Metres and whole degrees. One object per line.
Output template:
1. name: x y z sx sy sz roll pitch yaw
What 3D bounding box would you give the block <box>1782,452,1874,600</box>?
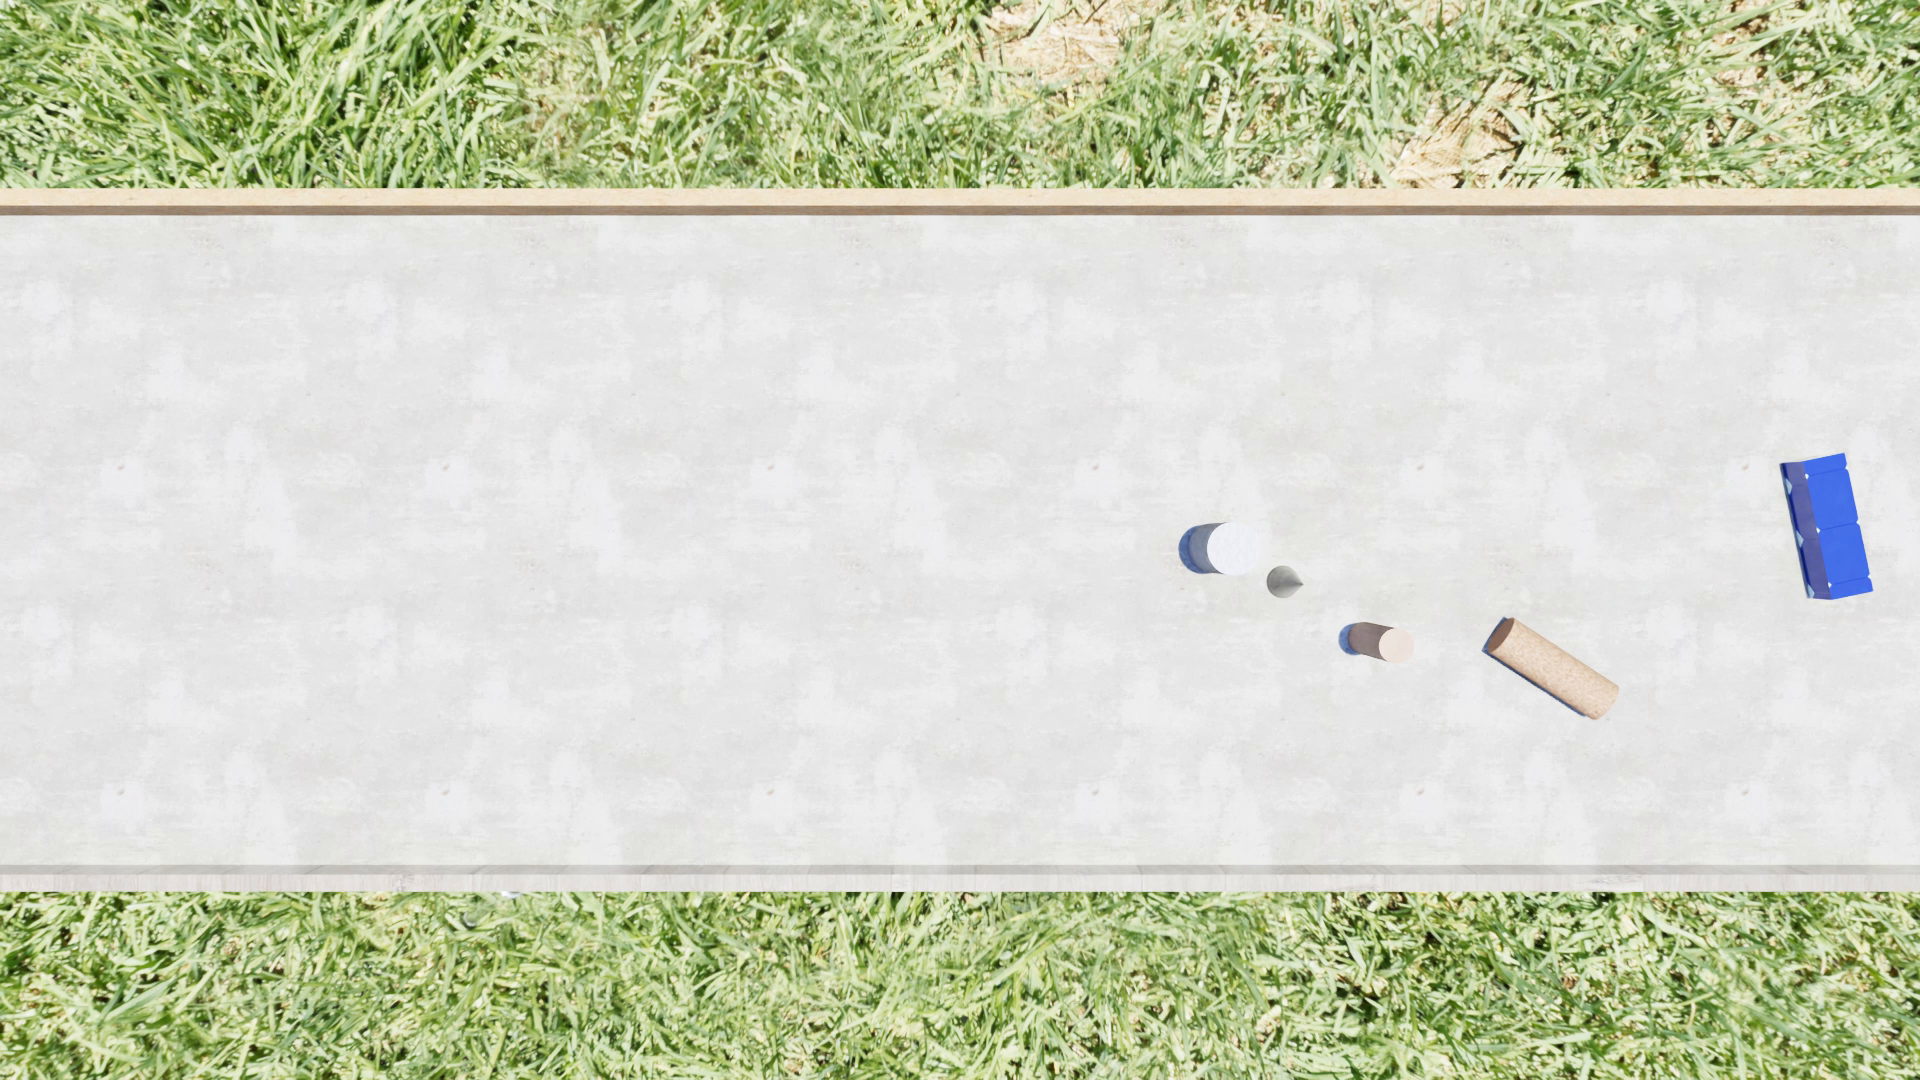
1. block: 2.636 -0.041 5.013 0.128 0.128 0.426 -12 90 0

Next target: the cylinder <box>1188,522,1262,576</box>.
1. cylinder: 0.779 0.025 4.880 0.154 0.393 0.154 0 90 0

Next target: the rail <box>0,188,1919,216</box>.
1. rail: -2.247 -1.025 5.002 12.000 0.150 0.050 0 90 0

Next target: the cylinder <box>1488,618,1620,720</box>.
1. cylinder: 1.802 0.391 5.012 0.377 0.128 0.128 33 90 0

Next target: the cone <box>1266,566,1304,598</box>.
1. cone: 0.993 0.129 4.917 0.101 0.318 0.101 0 90 0

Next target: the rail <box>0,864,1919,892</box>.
1. rail: -2.247 1.025 5.001 12.000 0.150 0.050 0 90 0

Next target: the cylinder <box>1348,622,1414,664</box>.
1. cylinder: 1.243 0.302 4.886 0.100 0.381 0.100 0 90 0
